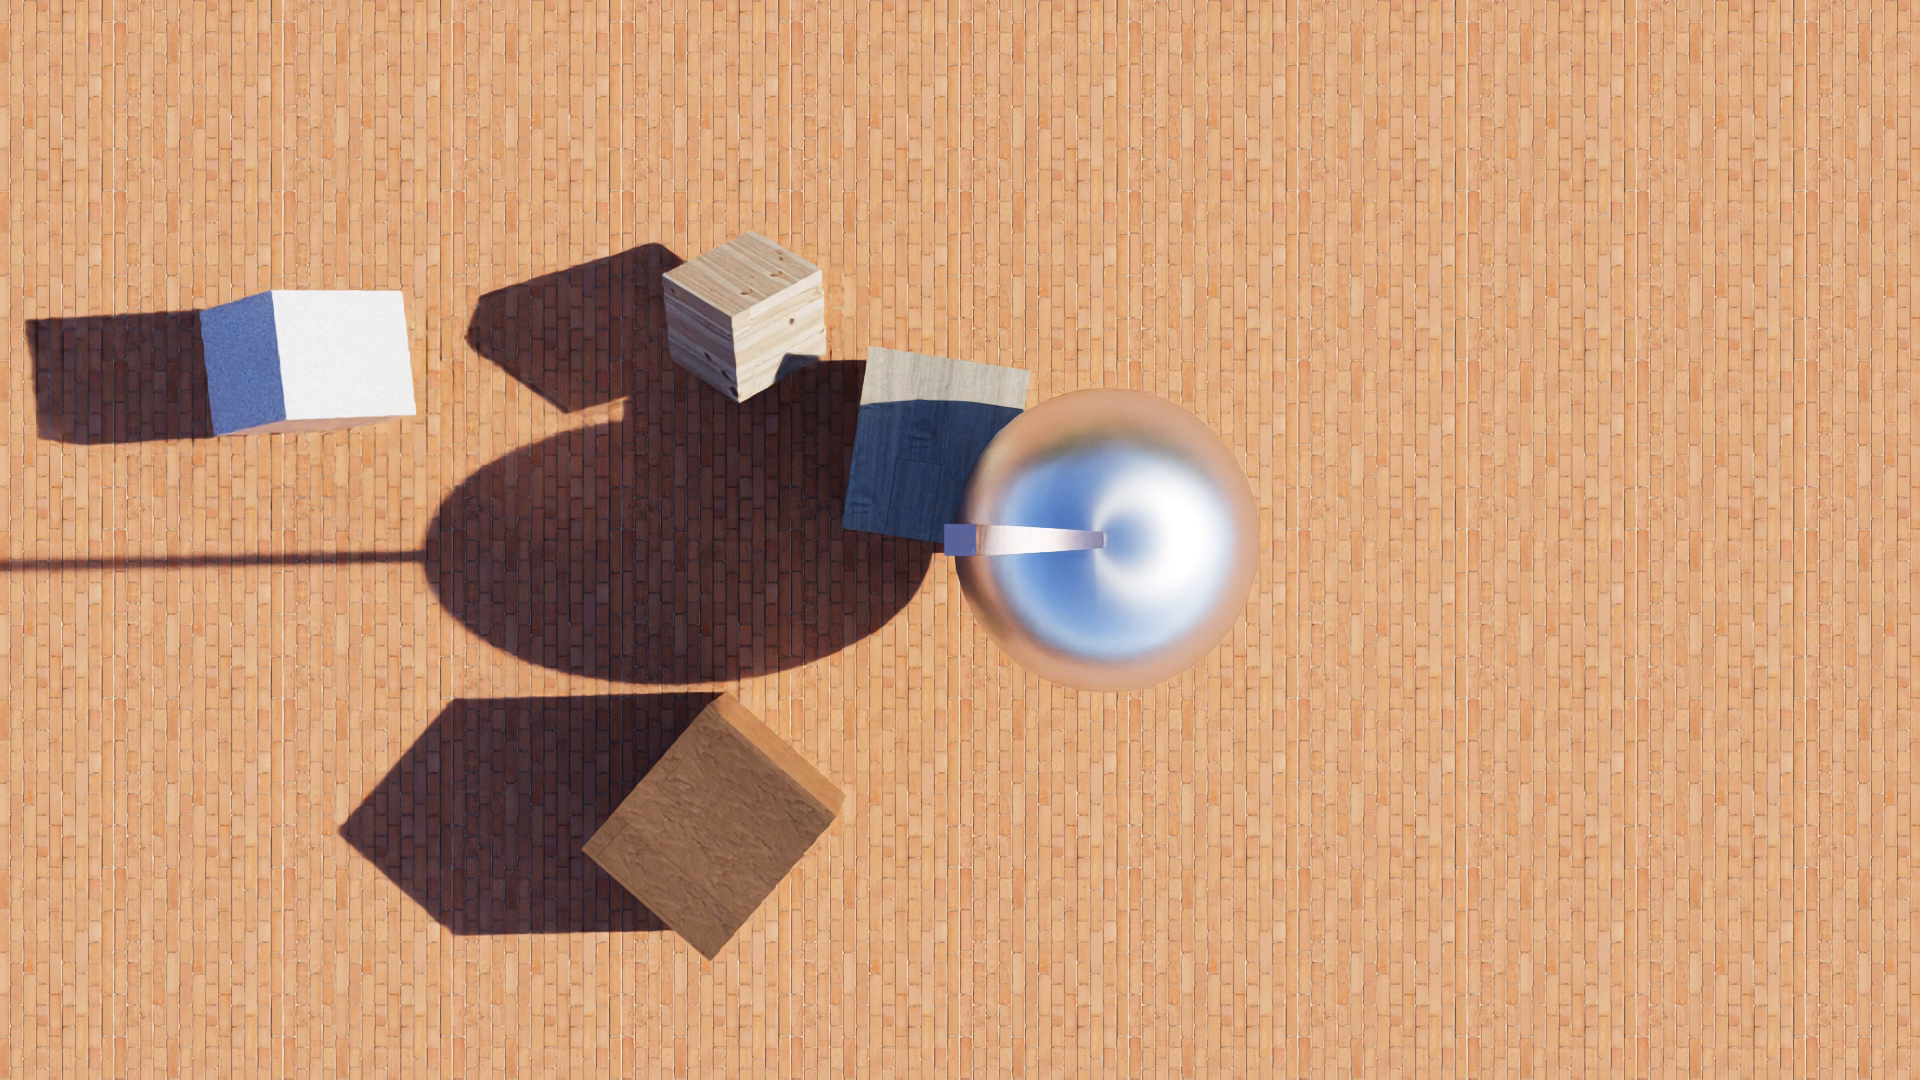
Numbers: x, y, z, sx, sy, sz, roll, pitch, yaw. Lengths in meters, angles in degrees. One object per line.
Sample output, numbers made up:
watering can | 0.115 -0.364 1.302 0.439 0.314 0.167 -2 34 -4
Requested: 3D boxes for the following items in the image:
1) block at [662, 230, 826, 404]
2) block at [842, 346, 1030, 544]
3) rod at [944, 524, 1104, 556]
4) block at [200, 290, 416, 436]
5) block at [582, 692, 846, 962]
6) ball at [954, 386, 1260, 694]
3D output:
block | -1.217 -1.275 12.473 0.596 0.580 0.662 32 50 33
block | -0.133 -0.500 12.552 0.897 0.896 1.012 9 90 0
rod | 0.330 0.000 8.116 0.080 5.200 0.080 0 90 7
block | -3.685 -1.000 12.437 0.767 0.824 0.706 -7 90 42
block | -1.369 1.598 12.496 0.933 1.009 1.052 41 90 0
ball | 0.761 0.000 11.489 1.600 1.600 1.600 0 90 0
